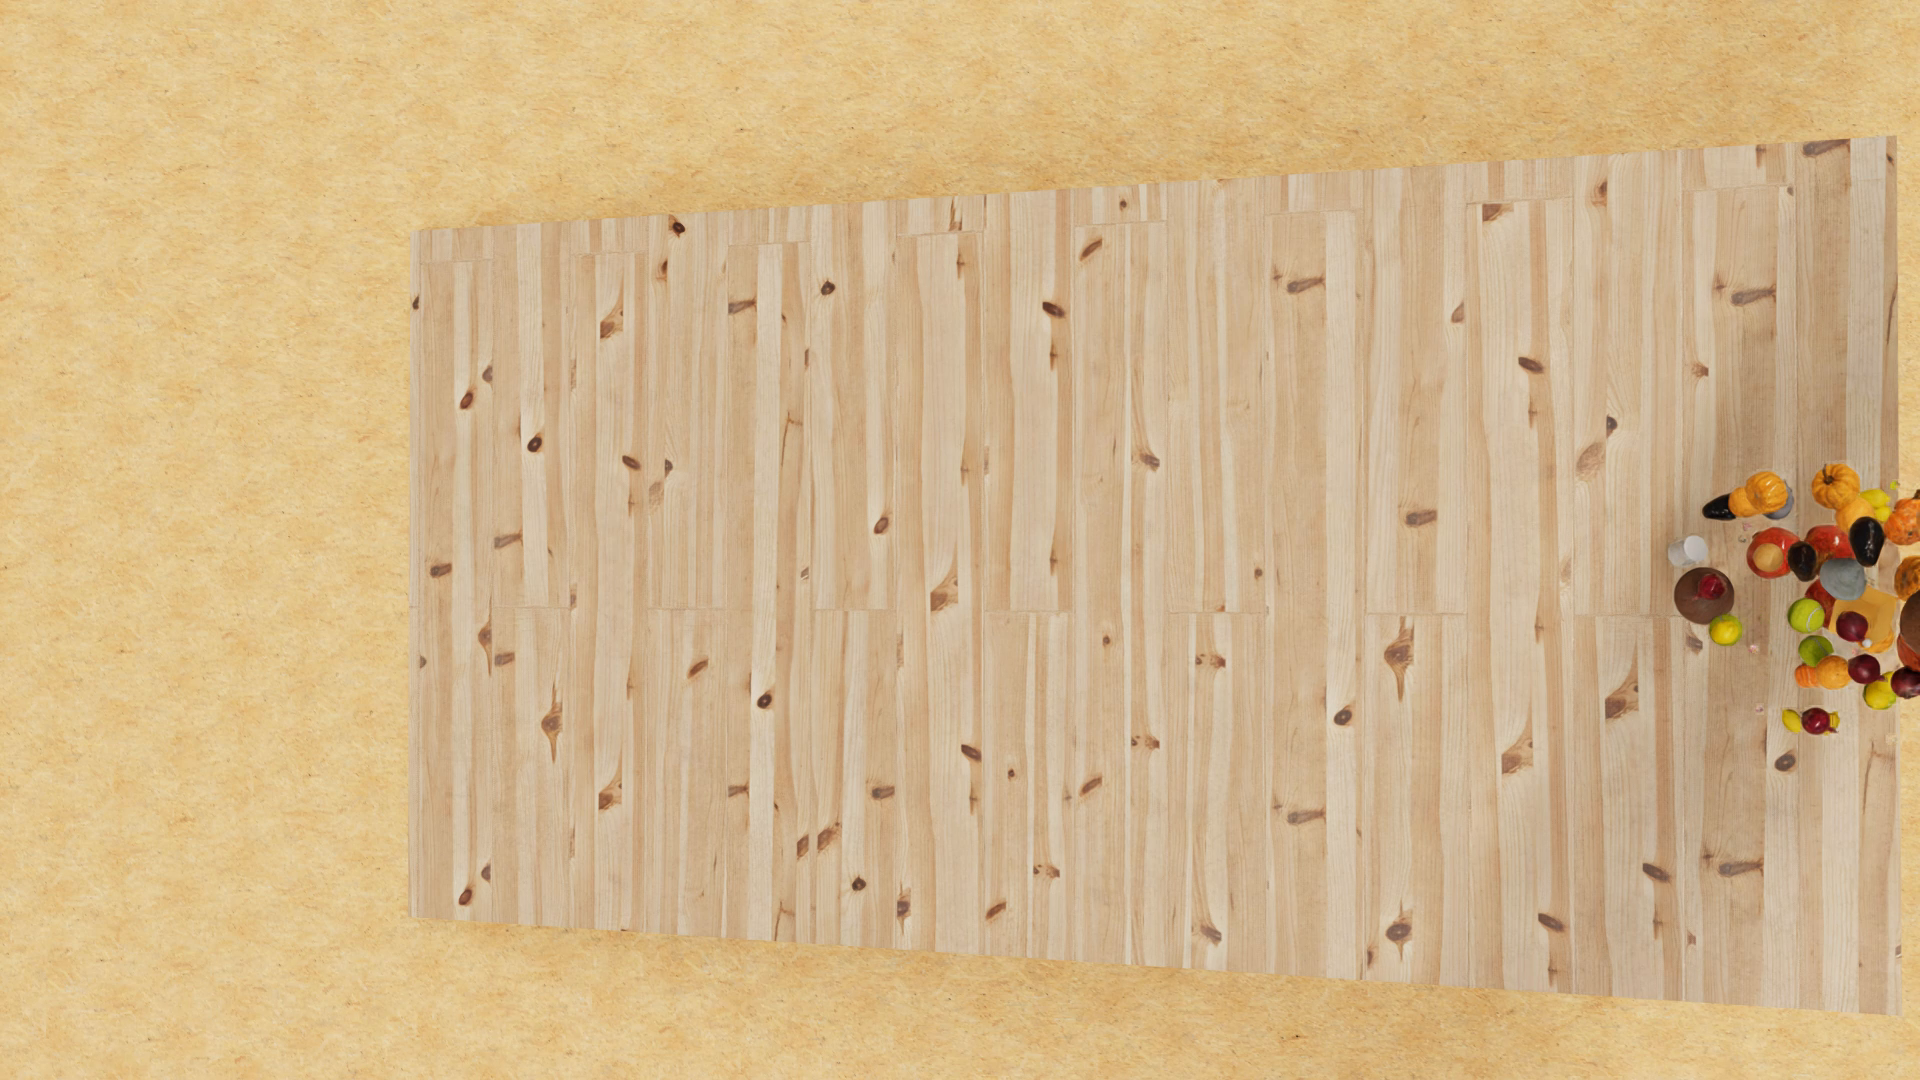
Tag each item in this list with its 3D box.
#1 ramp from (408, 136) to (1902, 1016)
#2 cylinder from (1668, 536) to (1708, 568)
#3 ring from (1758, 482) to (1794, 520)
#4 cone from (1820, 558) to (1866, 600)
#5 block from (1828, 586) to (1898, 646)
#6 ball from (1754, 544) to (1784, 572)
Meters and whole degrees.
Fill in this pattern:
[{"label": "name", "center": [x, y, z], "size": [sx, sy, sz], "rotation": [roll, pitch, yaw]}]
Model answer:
[{"label": "ramp", "center": [0.282, 0.088, 5.751], "size": [4.000, 0.100, 2.000], "rotation": [0, 89, 21]}, {"label": "cylinder", "center": [1.623, 0.026, 4.907], "size": [0.060, 0.060, 0.060], "rotation": [5, 75, -17]}, {"label": "ring", "center": [1.801, -0.086, 4.853], "size": [0.086, 0.029, 0.086], "rotation": [-3, 98, -21]}, {"label": "cone", "center": [1.622, 0.053, 3.995], "size": [0.087, 0.087, 0.087], "rotation": [1, 64, -2]}, {"label": "block", "center": [1.817, 0.150, 4.426], "size": [0.087, 0.087, 0.087], "rotation": [25, 118, 40]}, {"label": "ball", "center": [1.680, 0.036, 4.571], "size": [0.060, 0.060, 0.060], "rotation": [0, 89, 0]}]
